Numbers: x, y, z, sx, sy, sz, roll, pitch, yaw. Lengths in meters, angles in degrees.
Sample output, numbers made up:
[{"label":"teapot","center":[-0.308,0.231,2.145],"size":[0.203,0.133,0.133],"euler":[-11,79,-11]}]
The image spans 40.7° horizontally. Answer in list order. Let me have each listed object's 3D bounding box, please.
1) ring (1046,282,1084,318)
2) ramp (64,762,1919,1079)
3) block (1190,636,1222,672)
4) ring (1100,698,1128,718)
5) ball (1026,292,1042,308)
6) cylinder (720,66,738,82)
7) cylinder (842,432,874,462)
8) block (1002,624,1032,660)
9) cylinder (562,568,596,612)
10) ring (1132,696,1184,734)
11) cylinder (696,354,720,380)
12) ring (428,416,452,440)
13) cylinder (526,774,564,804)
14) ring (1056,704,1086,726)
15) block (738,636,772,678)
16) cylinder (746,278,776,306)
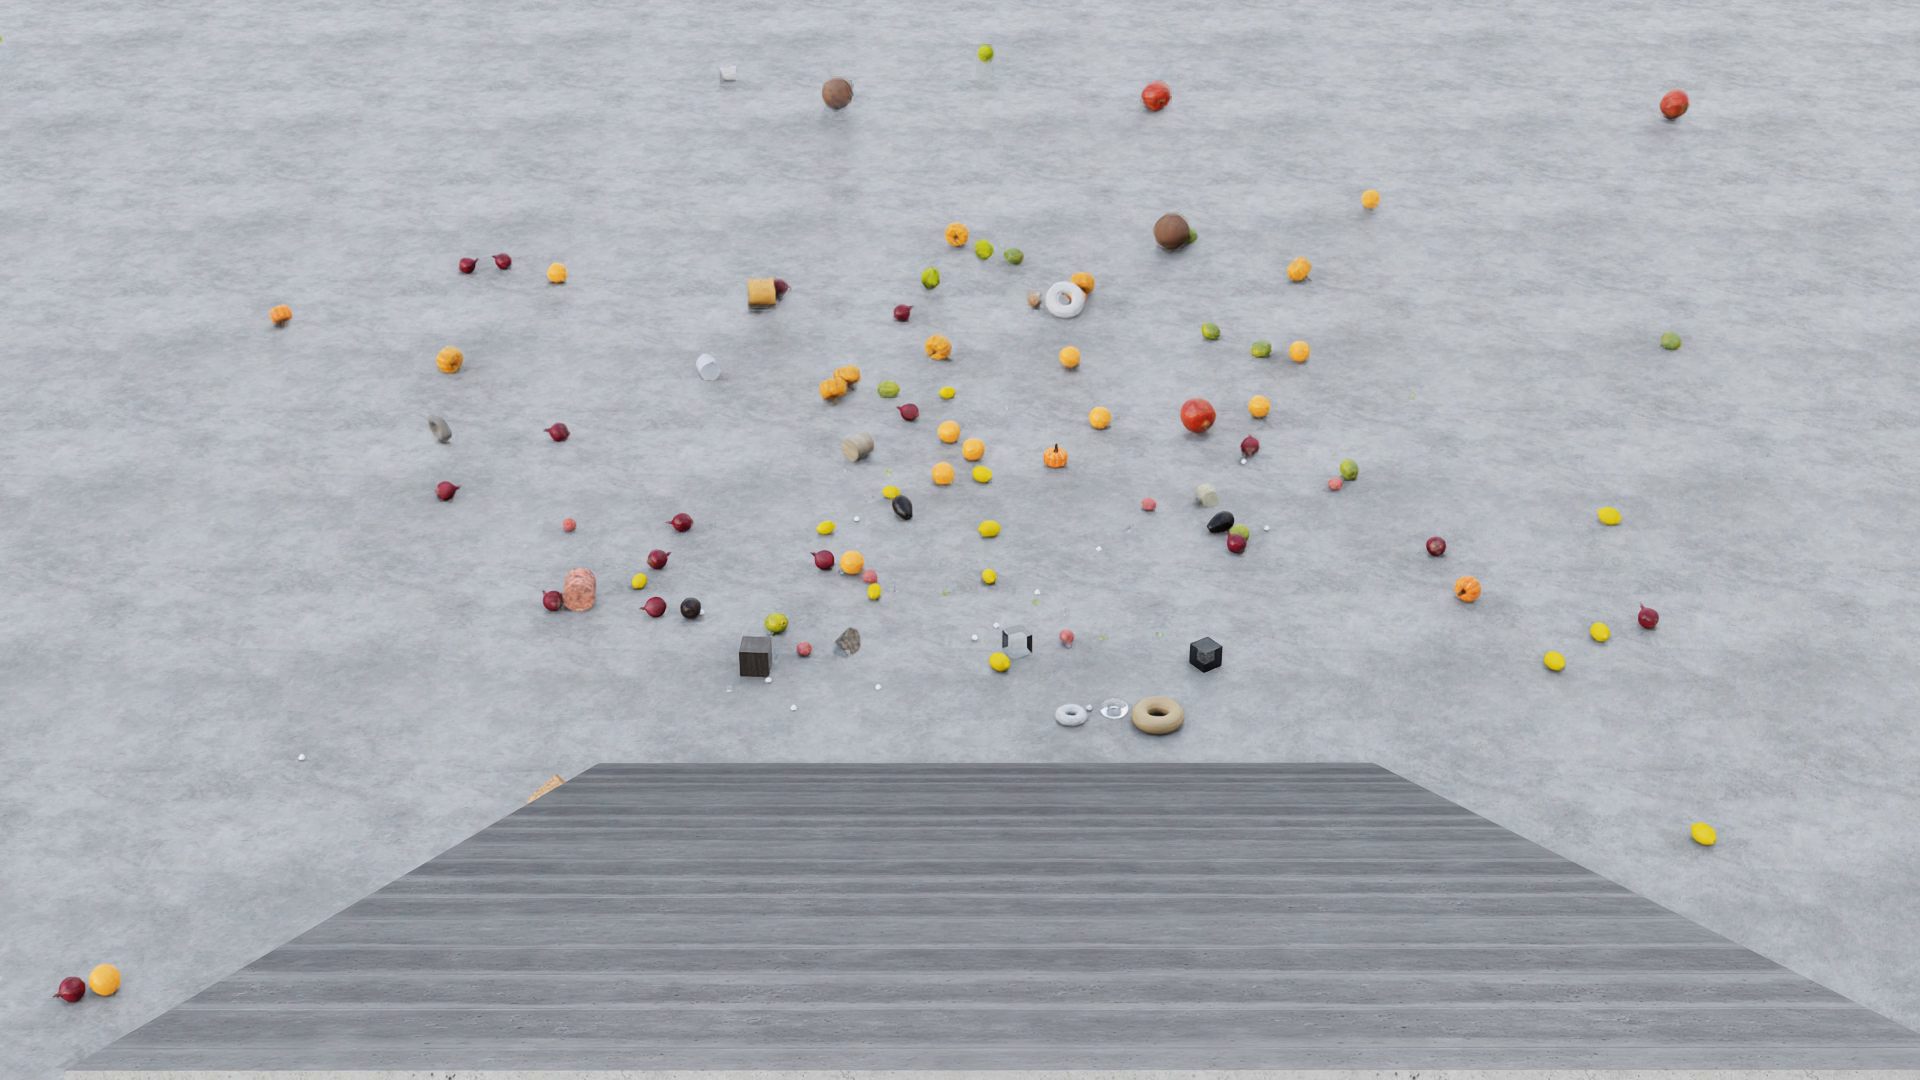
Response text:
[{"label":"ring","center":[0.370,-0.846,9.123],"size":[0.139,0.046,0.139],"euler":[0,72,-1]},{"label":"ramp","center":[0.069,0.613,4.686],"size":[2.000,0.100,4.000],"euler":[0,0,0]},{"label":"block","center":[0.685,0.319,7.216],"size":[0.064,0.064,0.064],"euler":[-20,36,-30]},{"label":"ring","center":[0.418,0.457,7.025],"size":[0.077,0.026,0.077],"euler":[-1,31,1]},{"label":"ball","center":[0.264,-0.853,9.177],"size":[0.056,0.056,0.056],"euler":[0,31,0]},{"label":"cylinder","center":[-0.990,-1.988,11.058],"size":[0.063,0.063,0.063],"euler":[3,29,-19]},{"label":"cylinder","center":[-0.325,-0.298,8.233],"size":[0.074,0.074,0.074],"euler":[25,39,35]},{"label":"block","center":[0.161,0.285,7.274],"size":[0.063,0.063,0.063],"euler":[-15,34,-23]},{"label":"cylinder","center":[-1.100,0.143,7.484],"size":[0.091,0.091,0.091],"euler":[-2,31,-3]},{"label":"ring","center":[0.533,0.472,6.978],"size":[0.145,0.048,0.145],"euler":[-1,31,1]},{"label":"cylinder","center":[-0.847,-0.582,8.713],"size":[0.068,0.068,0.068],"euler":[-10,33,-16]},{"label":"ring","center":[-1.671,-0.359,8.322],"size":[0.031,0.093,0.093],"euler":[-40,47,-24]},{"label":"cylinder","center":[-1.031,0.664,6.574],"size":[0.098,0.098,0.098],"euler":[-41,40,-3]},{"label":"ring","center":[0.300,0.473,6.995],"size":[0.085,0.028,0.085],"euler":[0,30,0]},{"label":"block","center":[-0.567,0.324,7.192],"size":[0.081,0.081,0.081],"euler":[2,31,3]},{"label":"cylinder","center":[-0.705,-0.878,9.180],"size":[0.092,0.092,0.092],"euler":[-5,31,-7]}]
